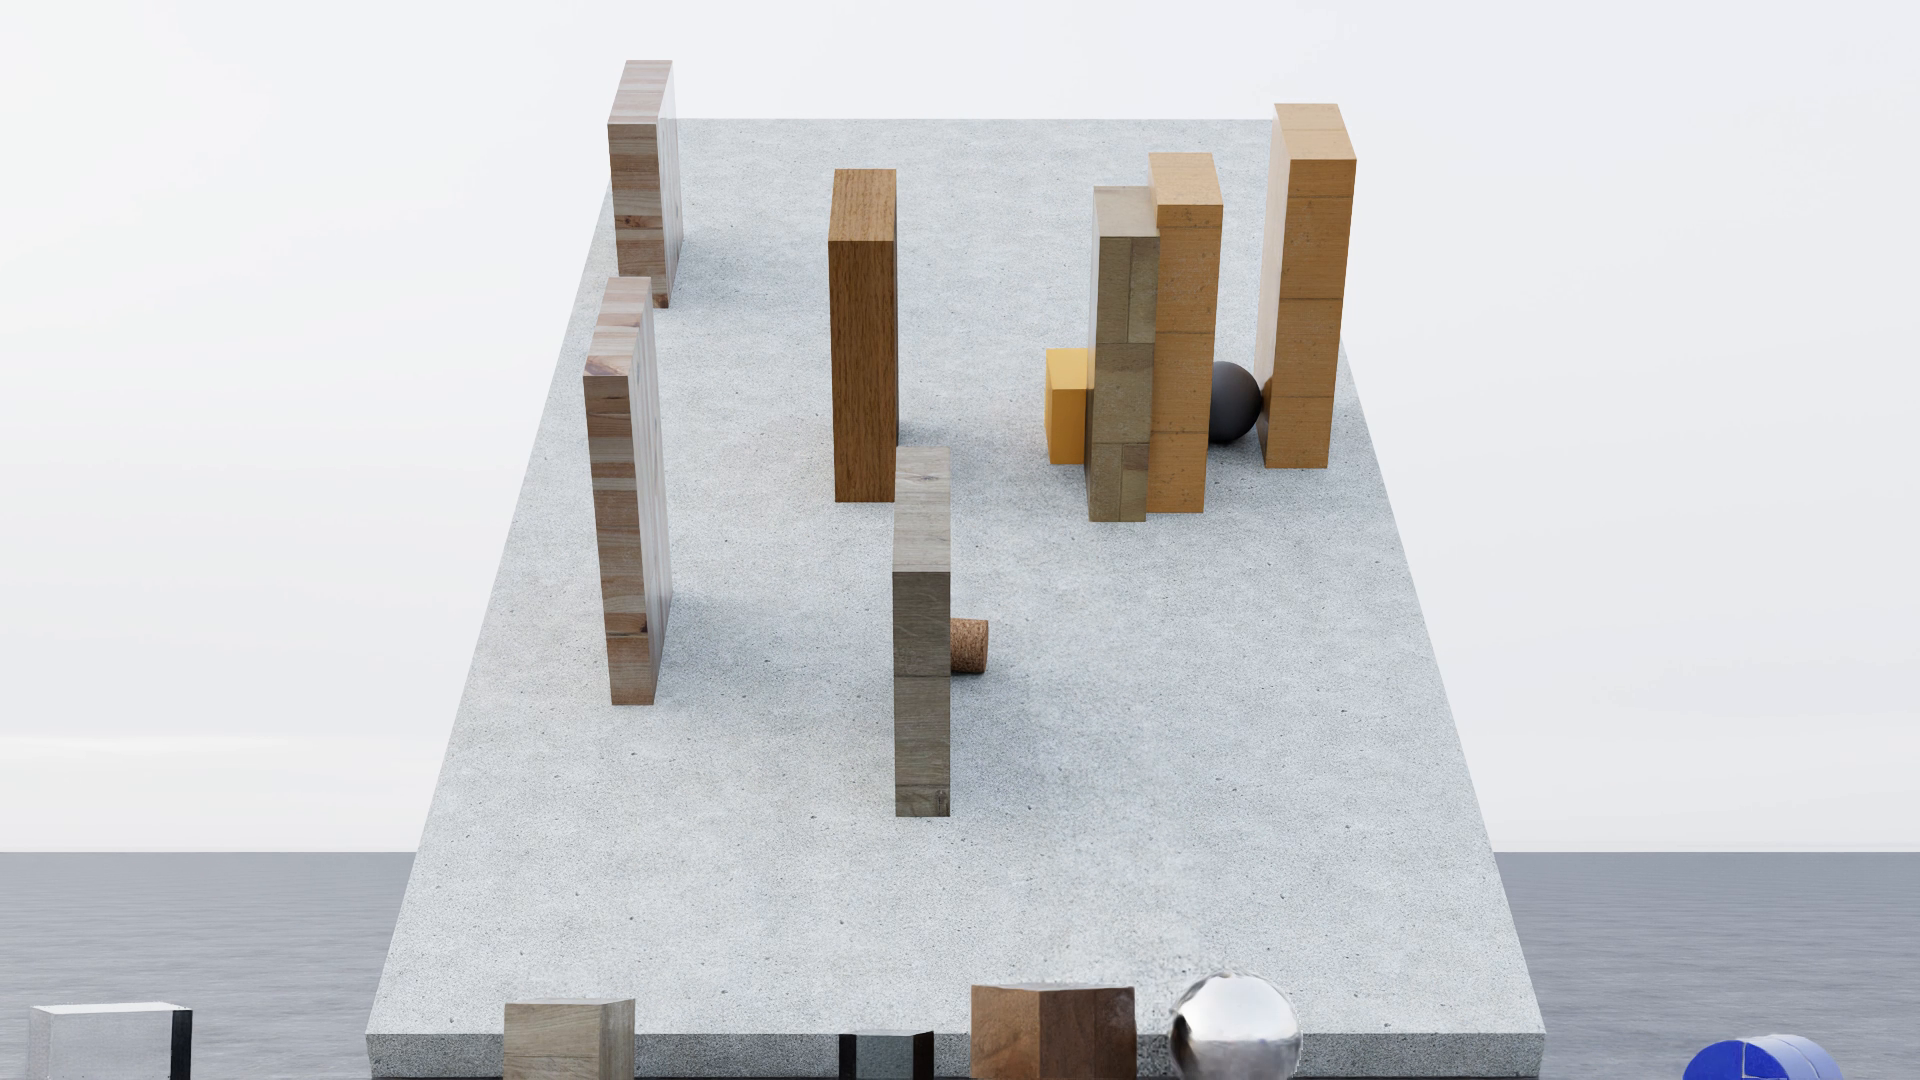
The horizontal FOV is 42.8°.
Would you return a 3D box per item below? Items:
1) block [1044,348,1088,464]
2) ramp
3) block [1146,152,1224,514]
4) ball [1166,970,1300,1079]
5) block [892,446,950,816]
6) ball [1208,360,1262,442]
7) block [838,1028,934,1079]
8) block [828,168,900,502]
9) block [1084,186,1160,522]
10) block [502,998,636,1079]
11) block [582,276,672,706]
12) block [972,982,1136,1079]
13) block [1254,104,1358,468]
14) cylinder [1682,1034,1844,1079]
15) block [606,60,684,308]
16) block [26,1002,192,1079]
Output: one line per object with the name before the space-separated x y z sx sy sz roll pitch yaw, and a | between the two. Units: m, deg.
block | 0.309 -0.318 5.789 0.201 0.201 0.201 -1 32 -2
ramp | -0.015 -0.188 5.864 2.000 0.100 4.000 0 32 0
block | 0.485 -0.458 5.486 0.139 0.764 0.276 0 32 0
ball | 0.414 0.758 3.722 0.204 0.204 0.204 0 -7 0
block | -0.070 0.172 4.678 0.104 0.554 0.443 0 32 0
ball | 0.619 -0.328 5.815 0.194 0.194 0.194 0 -7 0
block | -0.111 0.803 3.711 0.112 0.112 0.112 -2 -8 19
block | -0.215 -0.466 5.593 0.140 0.658 0.382 0 32 0
block | 0.357 -0.409 5.459 0.128 0.709 0.259 0 32 0
block | -0.603 0.791 3.788 0.154 0.154 0.154 -2 -7 13
block | -0.660 -0.096 4.912 0.084 0.754 0.415 0 32 0
block | 0.142 0.772 3.738 0.180 0.180 0.180 5 -9 -33
block | 0.789 -0.583 5.670 0.145 0.781 0.319 0 32 0
cylinder | 1.015 0.705 3.093 0.153 0.153 0.153 -7 -10 42
block | -0.828 -0.944 6.481 0.124 0.517 0.440 0 32 0
block | -1.146 0.718 3.292 0.176 0.176 0.176 4 -8 -30
